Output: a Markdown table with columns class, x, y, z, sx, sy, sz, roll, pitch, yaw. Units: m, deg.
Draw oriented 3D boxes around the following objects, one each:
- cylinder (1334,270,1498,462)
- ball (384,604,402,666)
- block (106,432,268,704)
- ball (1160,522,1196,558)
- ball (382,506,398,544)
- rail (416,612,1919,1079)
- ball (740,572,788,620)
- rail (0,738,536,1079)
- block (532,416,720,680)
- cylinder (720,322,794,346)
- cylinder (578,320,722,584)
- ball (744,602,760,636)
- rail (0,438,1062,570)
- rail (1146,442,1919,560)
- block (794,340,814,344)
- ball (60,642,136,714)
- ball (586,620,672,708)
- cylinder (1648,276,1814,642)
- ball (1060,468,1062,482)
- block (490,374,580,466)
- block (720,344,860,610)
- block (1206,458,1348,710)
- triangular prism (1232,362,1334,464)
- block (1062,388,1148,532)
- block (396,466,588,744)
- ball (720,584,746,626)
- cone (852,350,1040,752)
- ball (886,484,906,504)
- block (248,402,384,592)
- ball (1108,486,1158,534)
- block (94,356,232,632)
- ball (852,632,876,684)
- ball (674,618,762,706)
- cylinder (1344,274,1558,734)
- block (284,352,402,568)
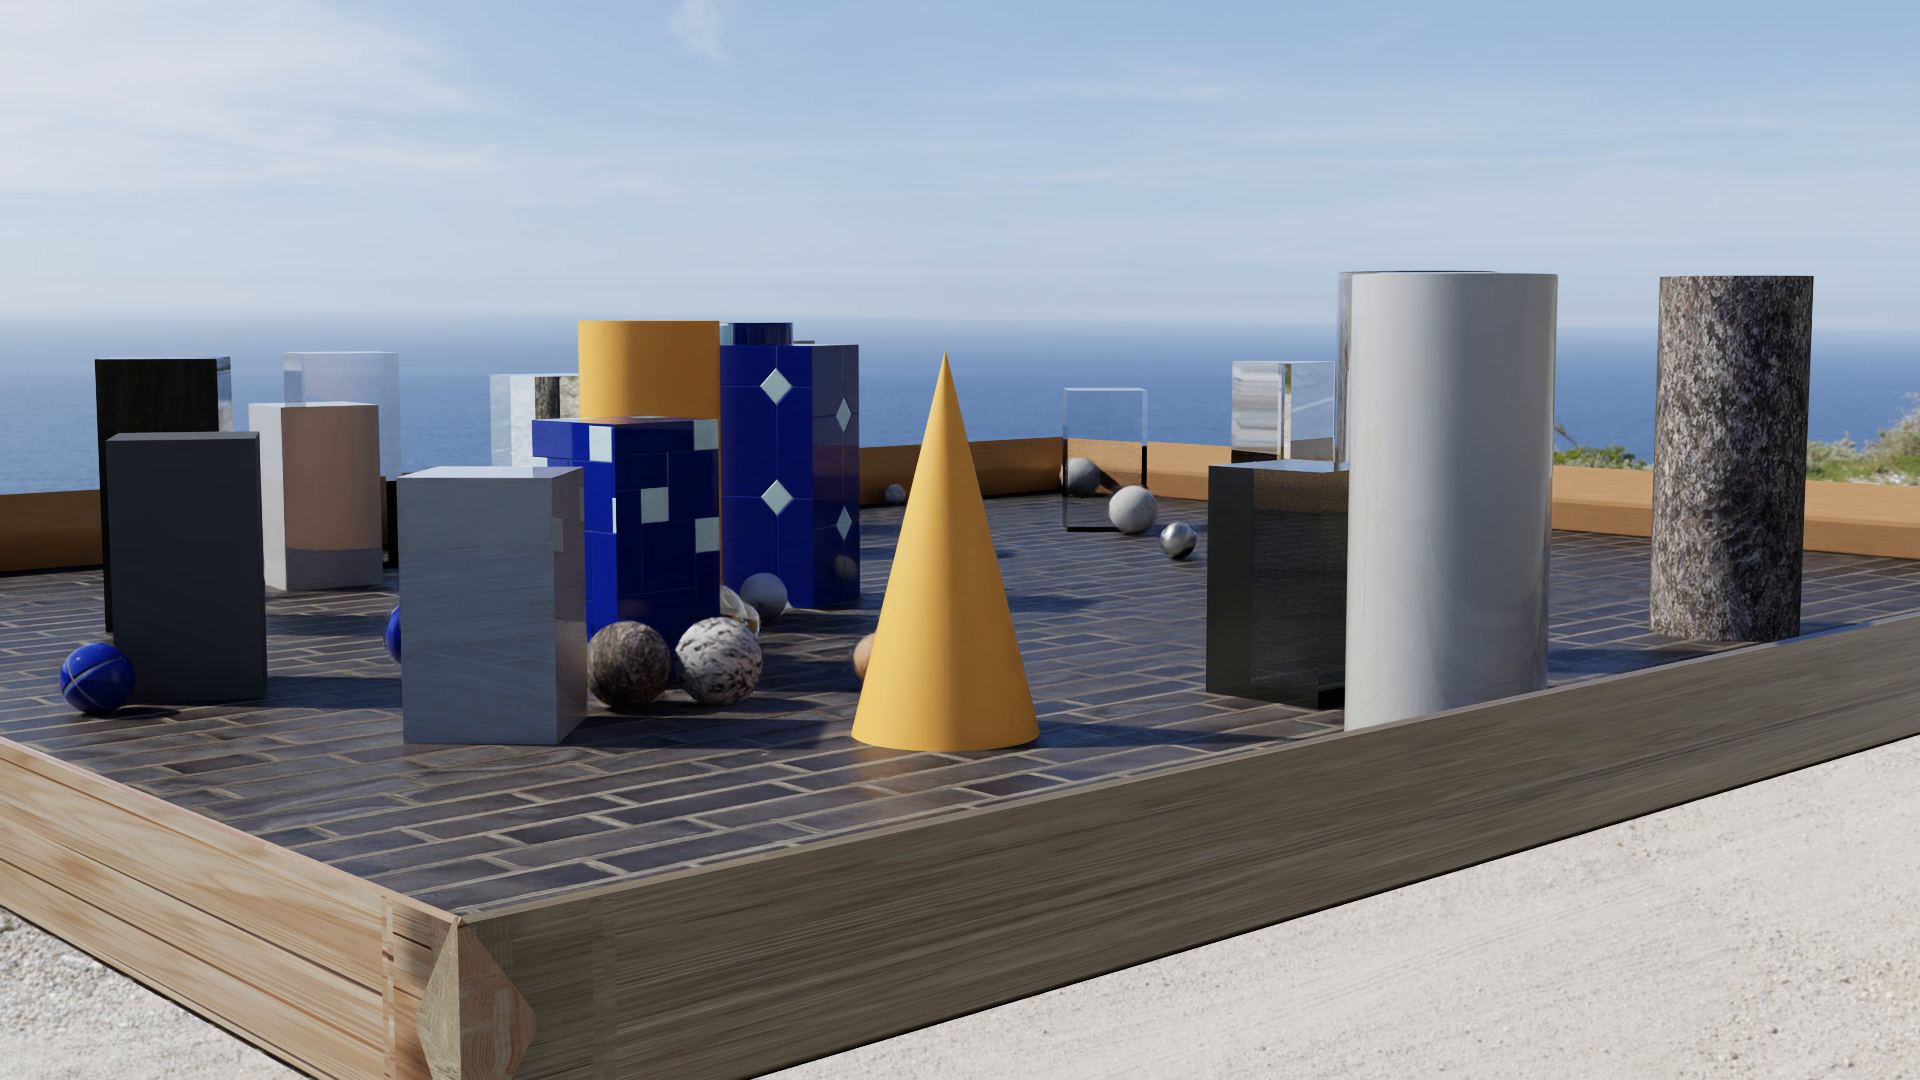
| class | x | y | z | sx | sy | sz | roll | pitch | yaw |
| --- | --- | --- | --- | --- | --- | --- | --- | --- | --- |
| cylinder | 0.578 | -0.093 | 2.807 | 0.200 | 0.494 | 0.200 | 0 | 6 | 0 |
| ball | -0.660 | 0.116 | 2.712 | 0.096 | 0.096 | 0.096 | 0 | 6 | 0 |
| block | -0.903 | 0.028 | 2.580 | 0.160 | 0.300 | 0.160 | -2 | 6 | -16 |
| ball | 0.393 | 0.001 | 3.964 | 0.066 | 0.066 | 0.066 | 0 | 6 | 0 |
| ball | -1.069 | -0.028 | 4.200 | 0.075 | 0.075 | 0.075 | 0 | 6 | 0 |
| rail | 0.960 | 0.141 | 2.296 | 3.365 | 0.130 | 0.045 | -5 | 8 | -42 |
| ball | -0.284 | 0.081 | 3.176 | 0.069 | 0.069 | 0.069 | 0 | 6 | 0 |
| rail | -1.219 | 0.150 | 2.213 | 0.045 | 0.130 | 2.880 | -5 | 8 | -42 |
| block | -0.409 | 0.009 | 2.698 | 0.160 | 0.313 | 0.160 | 5 | 8 | 42 |
| cylinder | -0.406 | -0.189 | 4.058 | 0.200 | 0.424 | 0.200 | 0 | 6 | 0 |
| cylinder | -0.442 | -0.097 | 3.147 | 0.200 | 0.431 | 0.200 | 0 | 6 | 0 |
| ball | -0.296 | 0.112 | 2.935 | 0.060 | 0.060 | 0.060 | 0 | 6 | 0 |
| rail | -0.960 | -0.074 | 4.367 | 3.365 | 0.130 | 0.045 | -5 | 8 | -42 |
| rail | 1.219 | -0.083 | 4.451 | 0.045 | 0.130 | 2.880 | -5 | 8 | -42 |
| block | -0.408 | -0.214 | 4.494 | 0.160 | 0.385 | 0.160 | 4 | 7 | 35 |
| ball | -0.956 | 0.154 | 2.437 | 0.079 | 0.079 | 0.079 | 0 | 6 | 0 |
| ball | -0.374 | 0.140 | 2.470 | 0.099 | 0.099 | 0.099 | 0 | 6 | 0 |
| cylinder | 1.066 | -0.117 | 3.046 | 0.200 | 0.492 | 0.200 | 0 | 6 | 0 |
| ball | 0.290 | -0.158 | 5.356 | 0.094 | 0.094 | 0.094 | 0 | 6 | 0 |
| block | -0.719 | -0.126 | 3.897 | 0.160 | 0.333 | 0.160 | -5 | 8 | -40 |
| block | -0.261 | -0.102 | 3.378 | 0.160 | 0.393 | 0.160 | 3 | 6 | 23 |
| block | 0.401 | 0.046 | 2.565 | 0.160 | 0.266 | 0.160 | 6 | 8 | 45 |
| triangular prism | 0.539 | -0.130 | 3.817 | 0.150 | 0.358 | 0.173 | 4 | 7 | 35 |
| block | 0.296 | -0.167 | 4.516 | 0.160 | 0.286 | 0.160 | 0 | 6 | -1 |
| block | -0.493 | 0.065 | 2.335 | 0.160 | 0.276 | 0.160 | 0 | 6 | 2 |
| ball | -0.324 | 0.103 | 2.835 | 0.098 | 0.098 | 0.098 | 0 | 6 | 0 |
| cone | -0.015 | 0.003 | 2.310 | 0.200 | 0.405 | 0.200 | 0 | 6 | 0 |
| ball | -0.148 | -0.106 | 5.084 | 0.047 | 0.047 | 0.047 | 0 | 6 | 0 |
| block | -1.056 | -0.076 | 3.603 | 0.160 | 0.293 | 0.160 | -4 | 7 | -35 |
| ball | 0.346 | -0.060 | 4.399 | 0.097 | 0.097 | 0.097 | 0 | 6 | 0 |
| block | -1.126 | -0.070 | 3.133 | 0.160 | 0.379 | 0.160 | -1 | 6 | -12 |
| ball | -0.091 | 0.142 | 2.588 | 0.070 | 0.070 | 0.070 | 0 | 6 | 0 |
| ball | -0.274 | 0.137 | 2.491 | 0.100 | 0.100 | 0.100 | 0 | 6 | 0 |
| cylinder | 0.490 | -0.024 | 2.206 | 0.200 | 0.480 | 0.200 | 0 | 6 | 0 |
| block | -1.078 | -0.141 | 3.844 | 0.160 | 0.373 | 0.160 | -3 | 7 | -29 |
